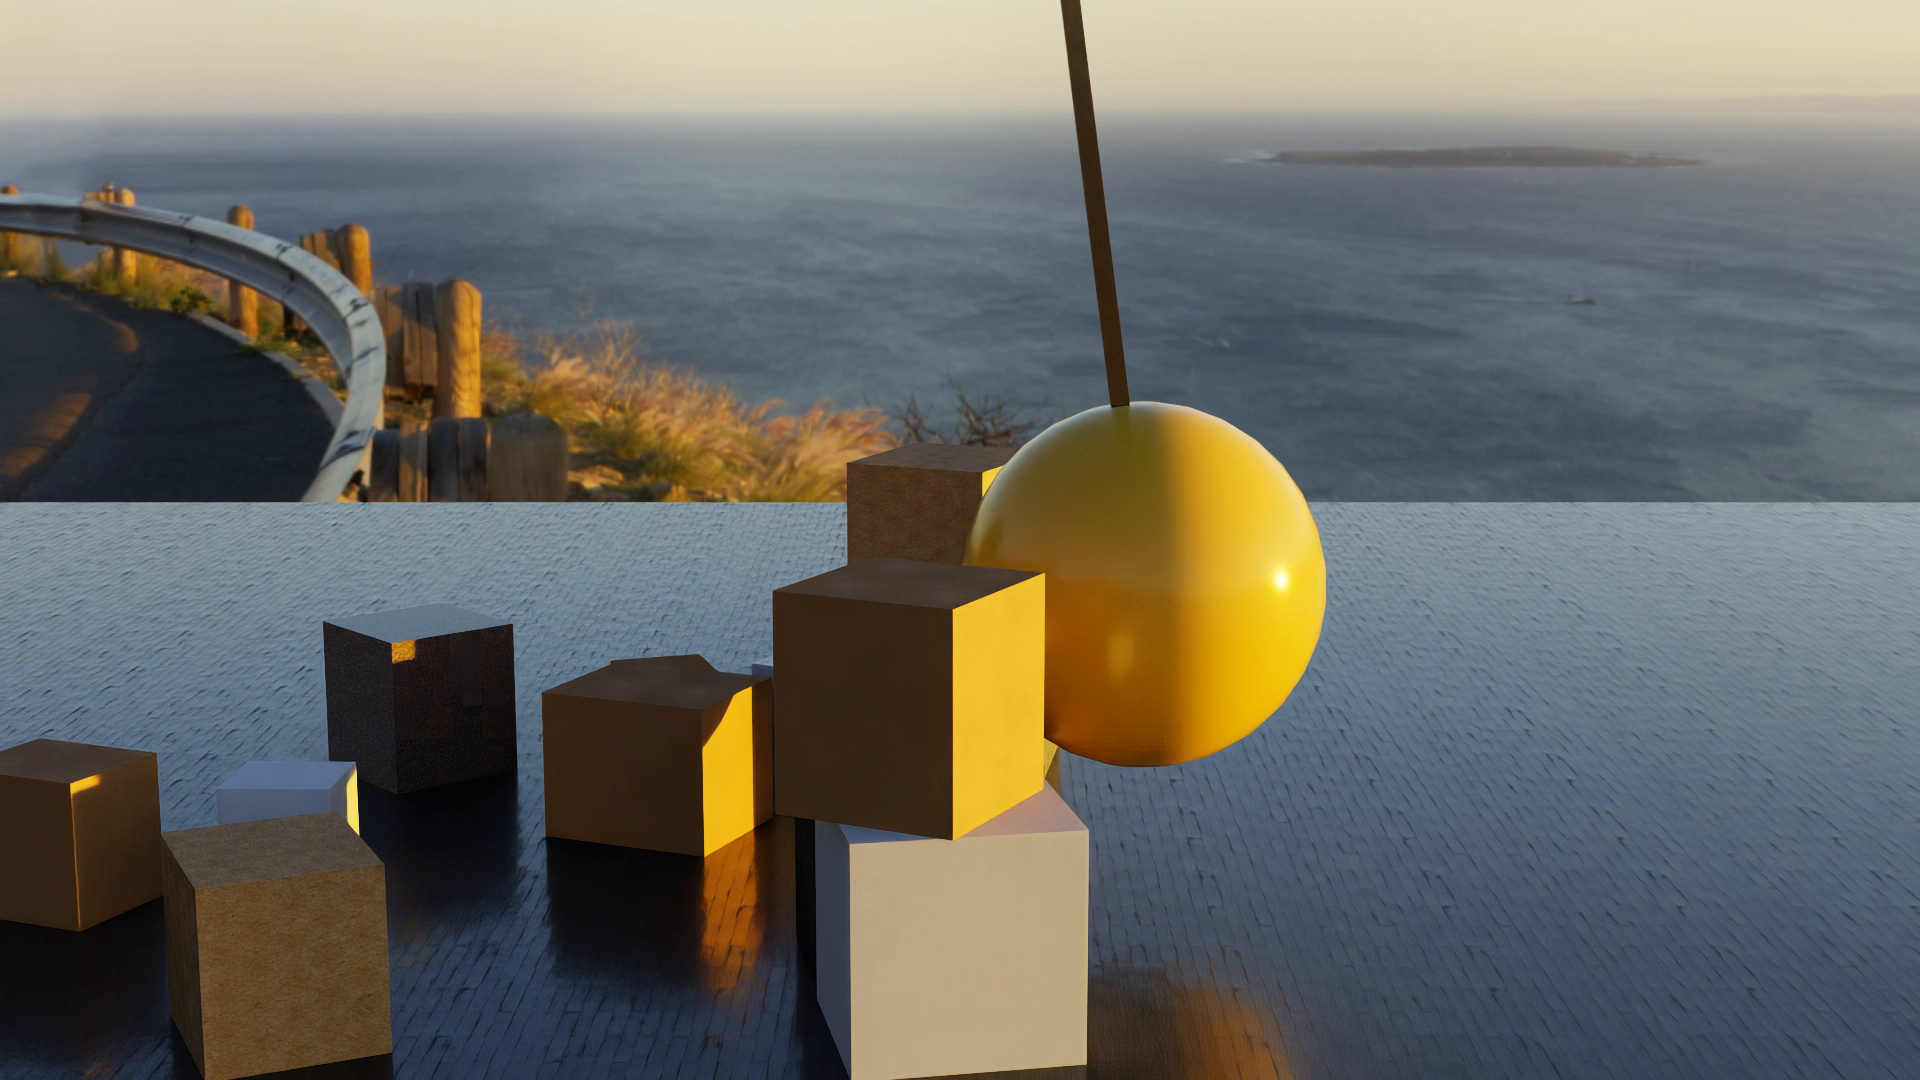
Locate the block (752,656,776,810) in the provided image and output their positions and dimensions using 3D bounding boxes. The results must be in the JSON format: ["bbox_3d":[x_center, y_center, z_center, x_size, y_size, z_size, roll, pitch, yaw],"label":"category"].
[{"bbox_3d":[-0.526,0.923,12.497,0.723,0.713,0.657,6,12,28],"label":"block"}]

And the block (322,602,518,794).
[{"bbox_3d":[-2.749,0.793,13.074,0.689,0.763,0.694,-9,14,-41],"label":"block"}]

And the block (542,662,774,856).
[{"bbox_3d":[-1.413,1.015,12.061,0.839,0.688,0.688,4,11,23],"label":"block"}]

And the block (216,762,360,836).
[{"bbox_3d":[-2.937,1.265,11.250,0.486,0.486,0.450,0,10,1],"label":"block"}]

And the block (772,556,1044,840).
[{"bbox_3d":[-0.177,0.554,9.339,0.721,0.821,0.738,5,12,27],"label":"block"}]

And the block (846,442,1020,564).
[{"bbox_3d":[-0.056,-0.050,12.734,0.726,0.734,0.787,5,11,25],"label":"block"}]

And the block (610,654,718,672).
[{"bbox_3d":[-1.487,0.914,12.988,0.460,0.555,0.472,-4,11,-19],"label":"block"}]

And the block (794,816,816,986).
[{"bbox_3d":[-0.278,1.322,10.223,0.674,0.742,0.692,-2,10,-11],"label":"block"}]

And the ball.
[{"bbox_3d":[0.797,0.194,11.216,1.600,1.600,1.600,0,10,0],"label":"ball"}]

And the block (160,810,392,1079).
[{"bbox_3d":[-2.526,1.478,9.452,0.661,0.711,0.759,-5,11,-25],"label":"block"}]

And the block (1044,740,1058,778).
[{"bbox_3d":[0.045,0.689,13.247,0.865,0.904,0.867,1,10,8],"label":"block"}]

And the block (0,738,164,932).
[{"bbox_3d":[-3.841,1.246,10.938,0.635,0.634,0.530,4,11,22],"label":"block"}]

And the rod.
[{"bbox_3d":[0.345,-3.122,10.613,0.080,5.200,0.080,-8,10,1],"label":"rod"}]

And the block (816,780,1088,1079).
[{"bbox_3d":[-0.048,1.394,9.458,0.854,0.873,0.849,-2,11,-11],"label":"block"}]
